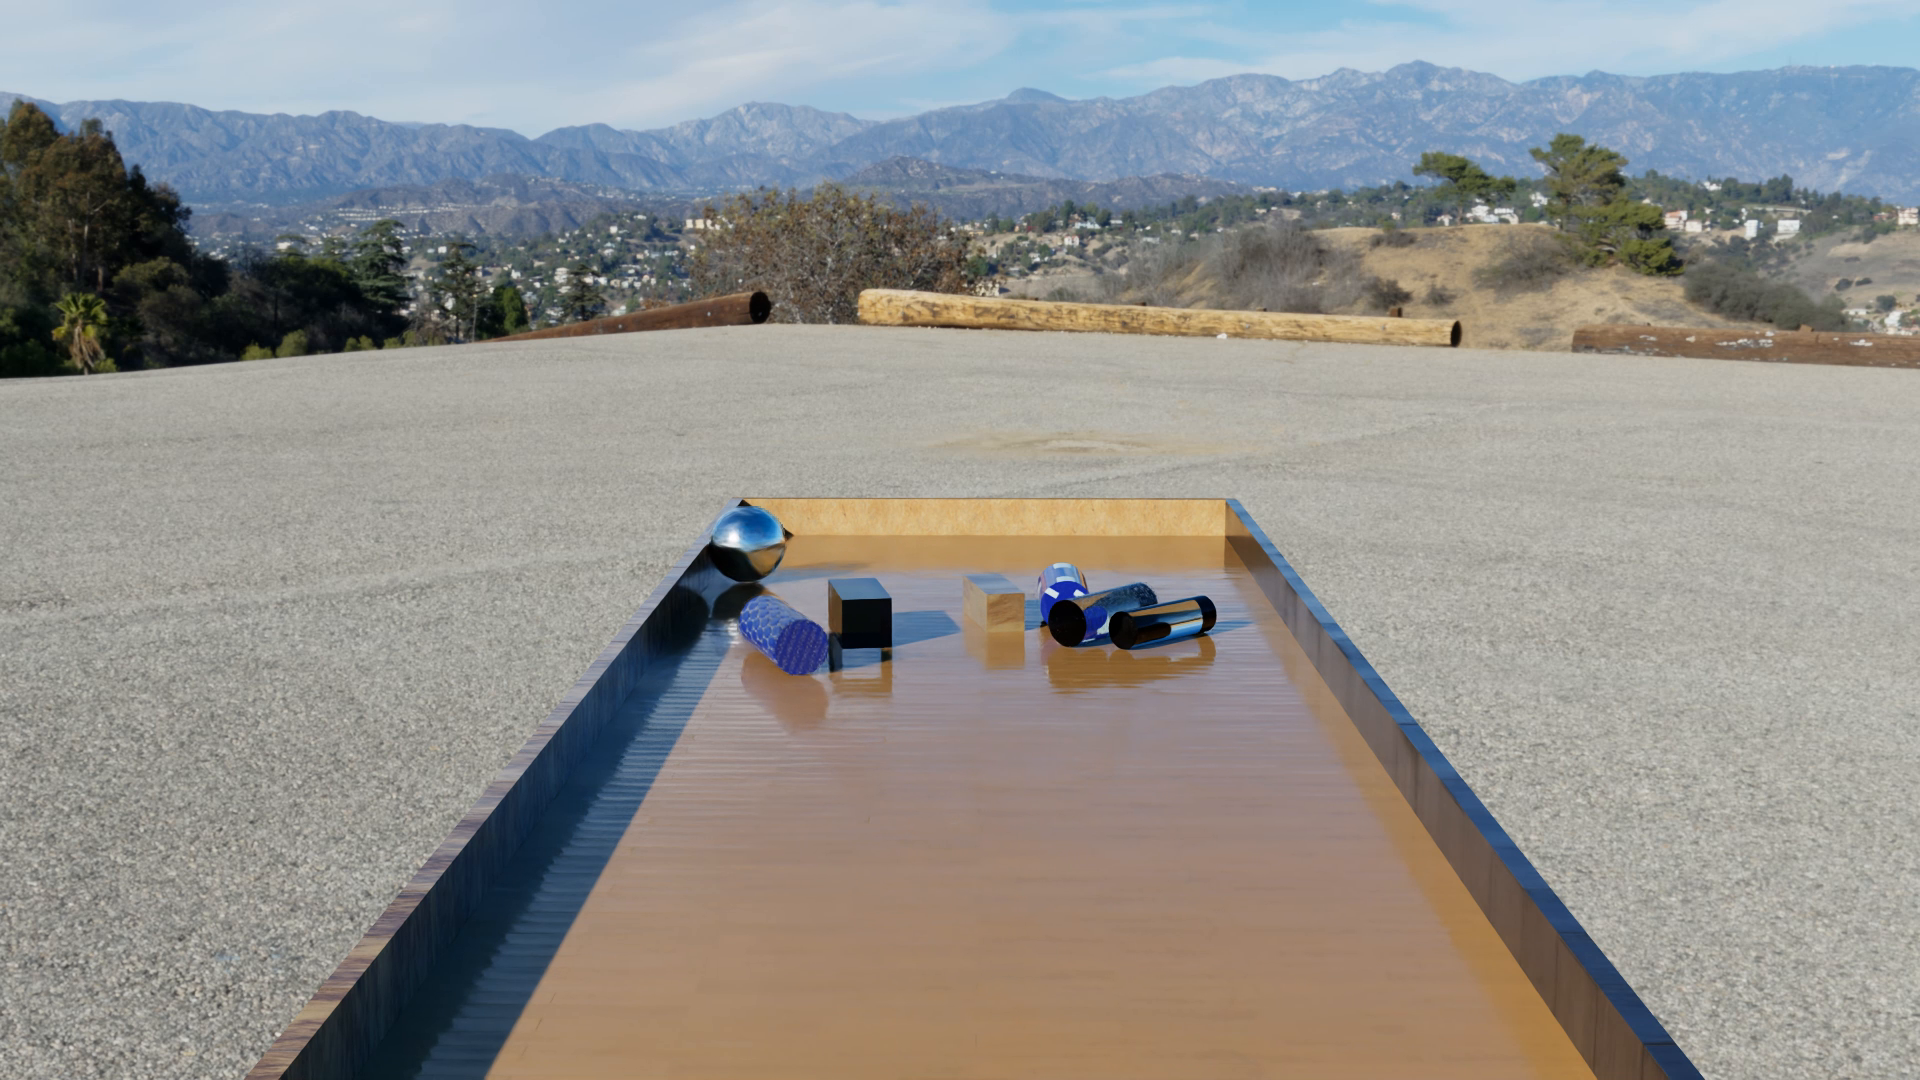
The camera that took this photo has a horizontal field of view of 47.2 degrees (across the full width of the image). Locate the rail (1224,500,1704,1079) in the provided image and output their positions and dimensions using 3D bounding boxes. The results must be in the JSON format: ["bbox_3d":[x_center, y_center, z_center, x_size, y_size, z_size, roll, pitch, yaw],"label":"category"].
[{"bbox_3d":[1.046,0.843,3.208,0.050,0.150,12.000,0,9,1],"label":"rail"}]

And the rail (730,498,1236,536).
[{"bbox_3d":[0.099,-0.098,9.147,2.100,0.150,0.050,0,9,1],"label":"rail"}]

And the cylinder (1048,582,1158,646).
[{"bbox_3d":[0.461,0.237,7.036,0.150,0.150,0.398,7,12,39],"label":"cylinder"}]

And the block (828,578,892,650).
[{"bbox_3d":[-0.322,0.232,7.044,0.156,0.156,0.374,-2,9,-10],"label":"block"}]

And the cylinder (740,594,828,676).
[{"bbox_3d":[-0.538,0.285,6.672,0.168,0.168,0.428,-3,10,-19],"label":"cylinder"}]

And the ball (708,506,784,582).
[{"bbox_3d":[-0.778,0.017,8.021,0.277,0.277,0.277,0,9,0],"label":"ball"}]

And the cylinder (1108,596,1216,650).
[{"bbox_3d":[0.646,0.260,6.984,0.121,0.121,0.392,9,13,44],"label":"cylinder"}]

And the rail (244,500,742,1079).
[{"bbox_3d":[-1.004,0.839,3.234,0.050,0.150,12.000,0,9,1],"label":"rail"}]

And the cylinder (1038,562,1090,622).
[{"bbox_3d":[0.345,0.187,7.289,0.168,0.168,0.351,0,9,0],"label":"cylinder"}]

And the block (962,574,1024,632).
[{"bbox_3d":[0.110,0.206,7.307,0.125,0.125,0.382,-2,9,-11],"label":"block"}]
